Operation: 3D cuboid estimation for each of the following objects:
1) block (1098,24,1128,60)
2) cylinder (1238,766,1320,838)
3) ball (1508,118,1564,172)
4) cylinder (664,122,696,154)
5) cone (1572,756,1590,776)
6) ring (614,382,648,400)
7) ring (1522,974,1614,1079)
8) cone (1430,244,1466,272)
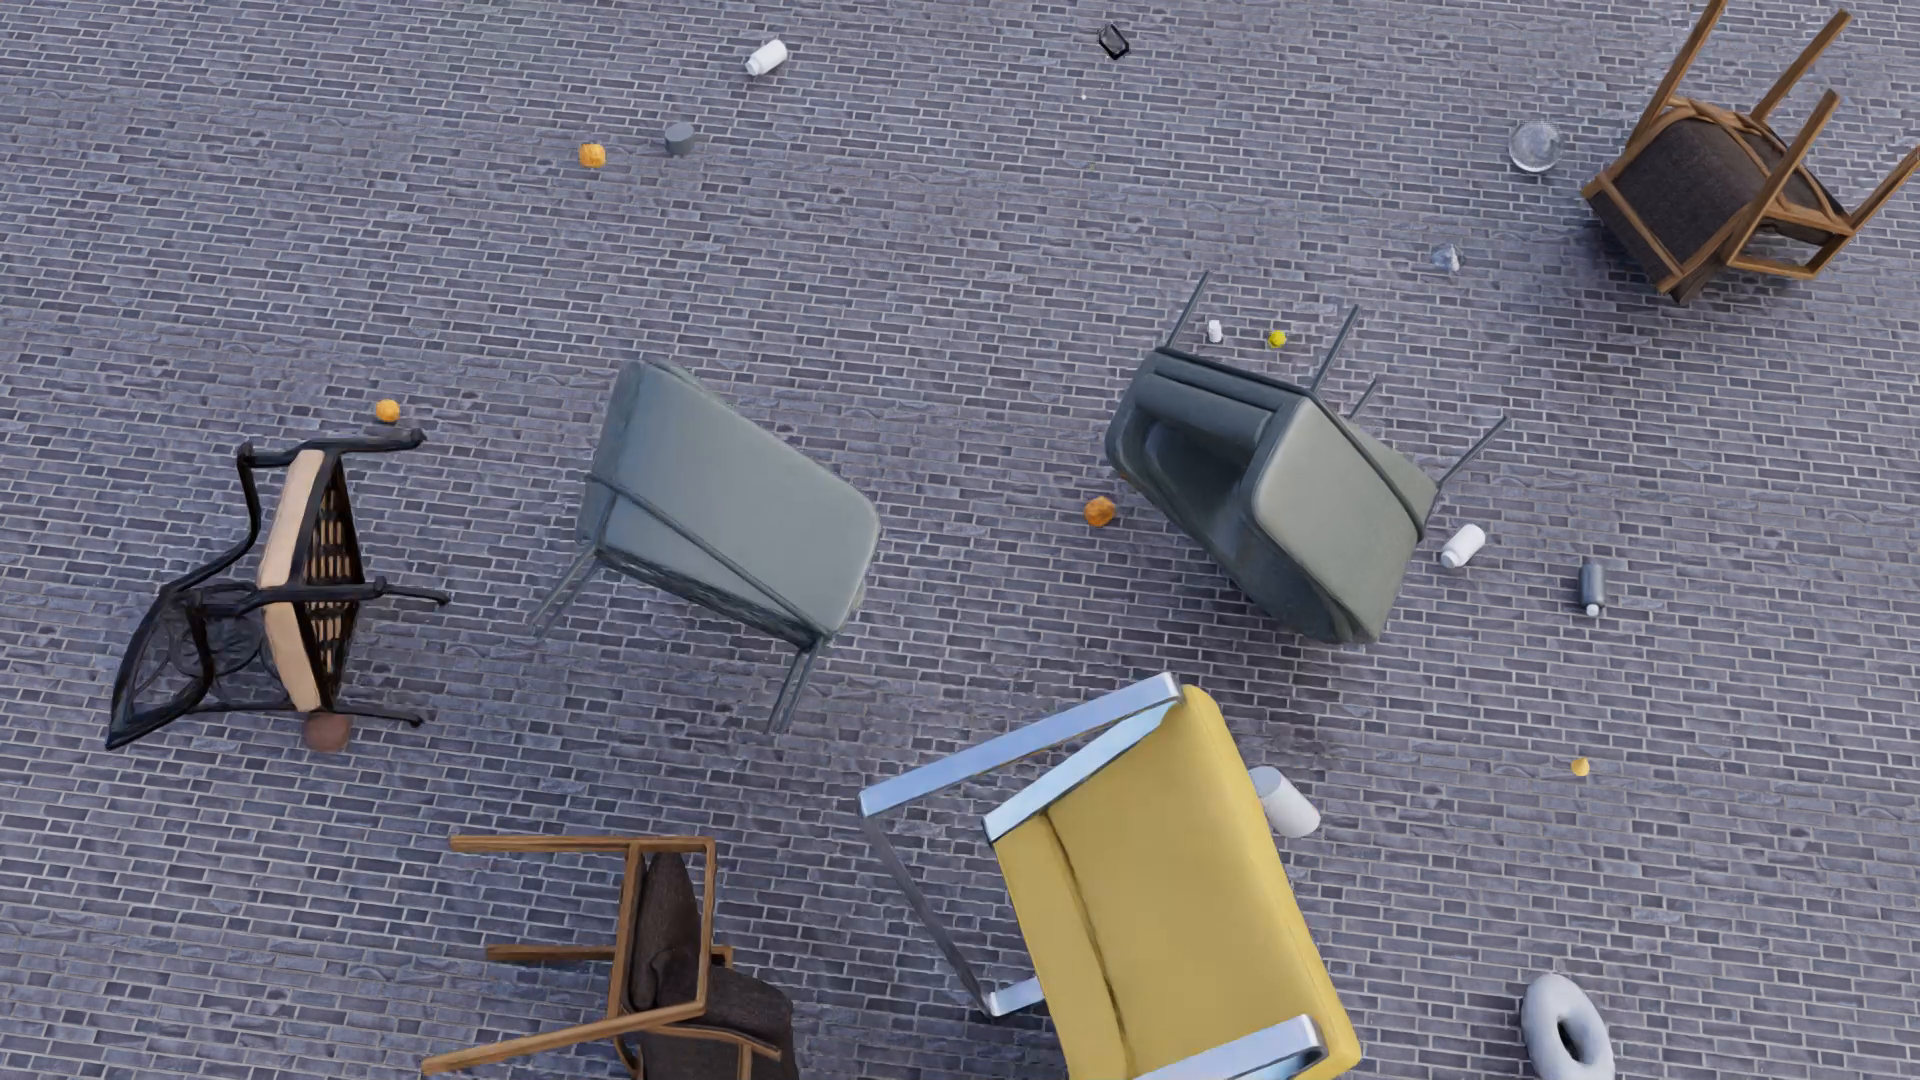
[{"bbox_3d":[0.476,-1.545,6.824,0.053,0.084,0.059,-32,30,26],"label":"block"},{"bbox_3d":[0.778,0.638,5.356,0.123,0.192,0.091,-5,52,41],"label":"cylinder"},{"bbox_3d":[1.926,-1.321,7.353,0.177,0.177,0.177,0,56,0],"label":"ball"},{"bbox_3d":[-0.947,-1.359,7.447,0.103,0.063,0.080,-27,60,-17],"label":"cylinder"},{"bbox_3d":[1.734,0.618,6.122,0.051,0.062,0.057,19,58,12],"label":"cone"},{"bbox_3d":[-1.024,-0.463,6.851,0.107,0.057,0.034,-2,33,12],"label":"ring"},{"bbox_3d":[1.550,1.282,5.611,0.226,0.105,0.399,11,44,-16],"label":"ring"},{"bbox_3d":[1.597,-0.943,7.167,0.116,0.066,0.120,-20,59,-13],"label":"cone"}]
